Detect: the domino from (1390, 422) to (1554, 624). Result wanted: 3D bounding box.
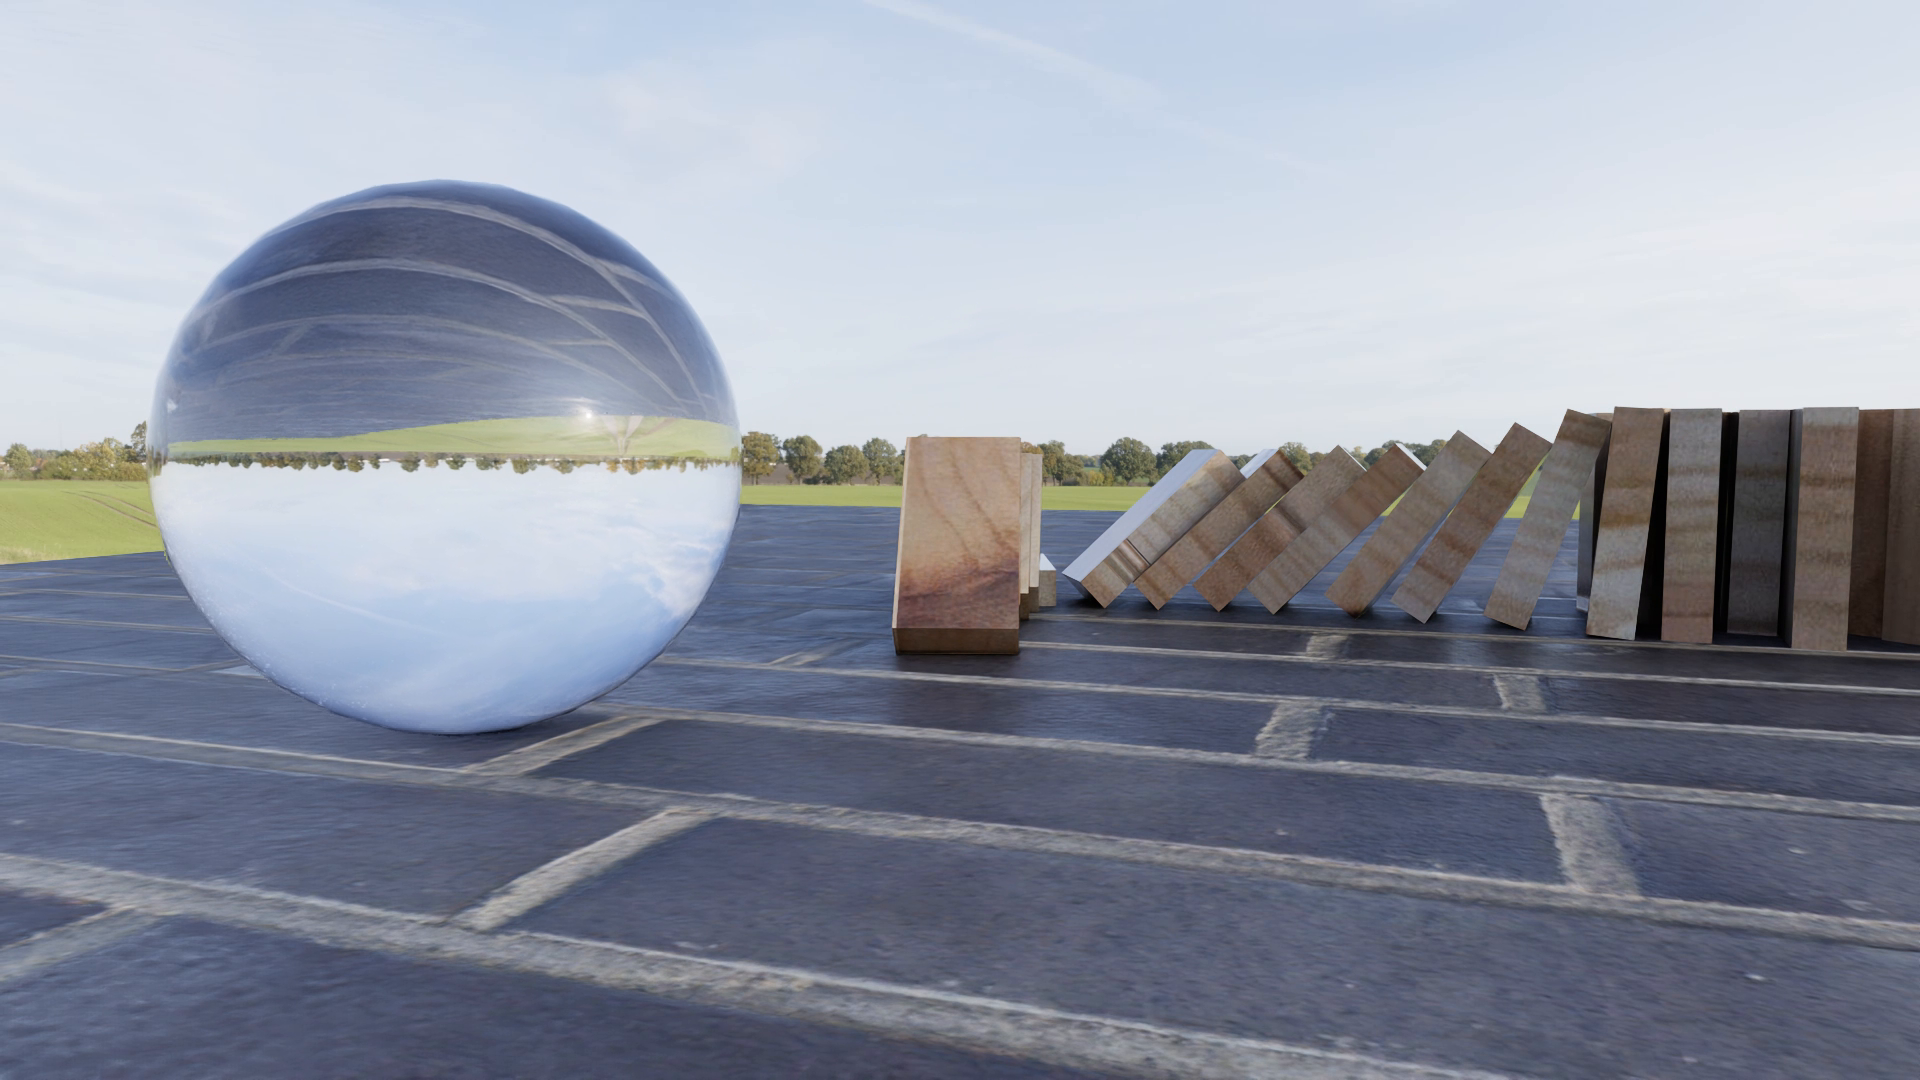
[{"bbox_3d":[0.124,-0.004,0.309,0.010,0.050,0.025,36,18,20],"label":"domino"}]

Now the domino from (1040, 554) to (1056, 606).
[{"bbox_3d":[0.013,0.011,0.361,0.025,0.010,0.050,0,4,0],"label":"domino"}]

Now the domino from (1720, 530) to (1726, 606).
[{"bbox_3d":[0.203,-0.008,0.341,0.009,0.050,0.025,0,4,3],"label":"domino"}]

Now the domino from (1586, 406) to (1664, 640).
[{"bbox_3d":[0.149,-0.004,0.288,0.010,0.050,0.025,7,7,26],"label":"domino"}]

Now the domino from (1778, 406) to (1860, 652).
[{"bbox_3d":[0.183,-0.003,0.274,0.010,0.050,0.025,2,5,26],"label":"domino"}]

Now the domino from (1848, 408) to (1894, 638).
[{"bbox_3d":[0.201,-0.004,0.291,0.009,0.050,0.025,-2,5,-29],"label":"domino"}]

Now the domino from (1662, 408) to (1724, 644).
[{"bbox_3d":[0.163,-0.004,0.285,0.009,0.050,0.025,3,5,31],"label":"domino"}]

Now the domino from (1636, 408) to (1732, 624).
[{"bbox_3d":[0.170,-0.006,0.305,0.025,0.050,0.009,0,4,-26],"label":"domino"}]

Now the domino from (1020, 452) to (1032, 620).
[{"bbox_3d":[0.005,-0.002,0.325,0.025,0.010,0.050,0,45,5],"label":"domino"}]

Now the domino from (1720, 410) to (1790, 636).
[{"bbox_3d":[0.183,-0.005,0.295,0.010,0.050,0.025,3,5,28],"label":"domino"}]

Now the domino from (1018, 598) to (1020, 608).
[{"bbox_3d":[0.001,-0.001,0.284,0.025,0.050,0.009,0,-37,3],"label":"domino"}]

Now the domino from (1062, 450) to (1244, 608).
[{"bbox_3d":[0.051,-0.004,0.343,0.050,0.009,0.025,-43,7,-2],"label":"domino"}]

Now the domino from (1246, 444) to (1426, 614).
[{"bbox_3d":[0.096,-0.003,0.325,0.010,0.050,0.025,47,19,13],"label":"domino"}]

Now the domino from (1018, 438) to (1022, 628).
[{"bbox_3d":[0.002,-0.003,0.309,0.025,0.050,0.010,0,-37,3],"label":"domino"}]

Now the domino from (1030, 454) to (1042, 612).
[{"bbox_3d":[0.009,-0.003,0.339,0.025,0.009,0.050,0,45,5],"label":"domino"}]

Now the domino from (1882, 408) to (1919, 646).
[{"bbox_3d":[0.209,-0.002,0.267,0.009,0.050,0.025,-1,5,-18],"label":"domino"}]

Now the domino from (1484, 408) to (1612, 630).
[{"bbox_3d":[0.138,-0.005,0.300,0.009,0.050,0.025,23,13,23],"label":"domino"}]

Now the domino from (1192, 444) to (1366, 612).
[{"bbox_3d":[0.083,-0.003,0.331,0.009,0.050,0.025,46,15,9],"label":"domino"}]

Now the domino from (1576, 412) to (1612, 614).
[{"bbox_3d":[0.170,-0.007,0.321,0.025,0.050,0.010,0,3,7],"label":"domino"}]

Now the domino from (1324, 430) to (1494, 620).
[{"bbox_3d":[0.111,-0.004,0.316,0.009,0.050,0.025,41,20,18],"label":"domino"}]

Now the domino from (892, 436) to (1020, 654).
[{"bbox_3d":[0.000,0.000,0.272,0.025,0.050,0.010,0,-37,3],"label":"domino"}]

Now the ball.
[{"bbox_3d":[-0.072,-0.012,0.188,0.080,0.080,0.080,0,4,0],"label":"ball"}]

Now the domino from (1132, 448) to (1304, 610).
[{"bbox_3d":[0.067,-0.003,0.339,0.050,0.010,0.025,-43,0,6],"label":"domino"}]
